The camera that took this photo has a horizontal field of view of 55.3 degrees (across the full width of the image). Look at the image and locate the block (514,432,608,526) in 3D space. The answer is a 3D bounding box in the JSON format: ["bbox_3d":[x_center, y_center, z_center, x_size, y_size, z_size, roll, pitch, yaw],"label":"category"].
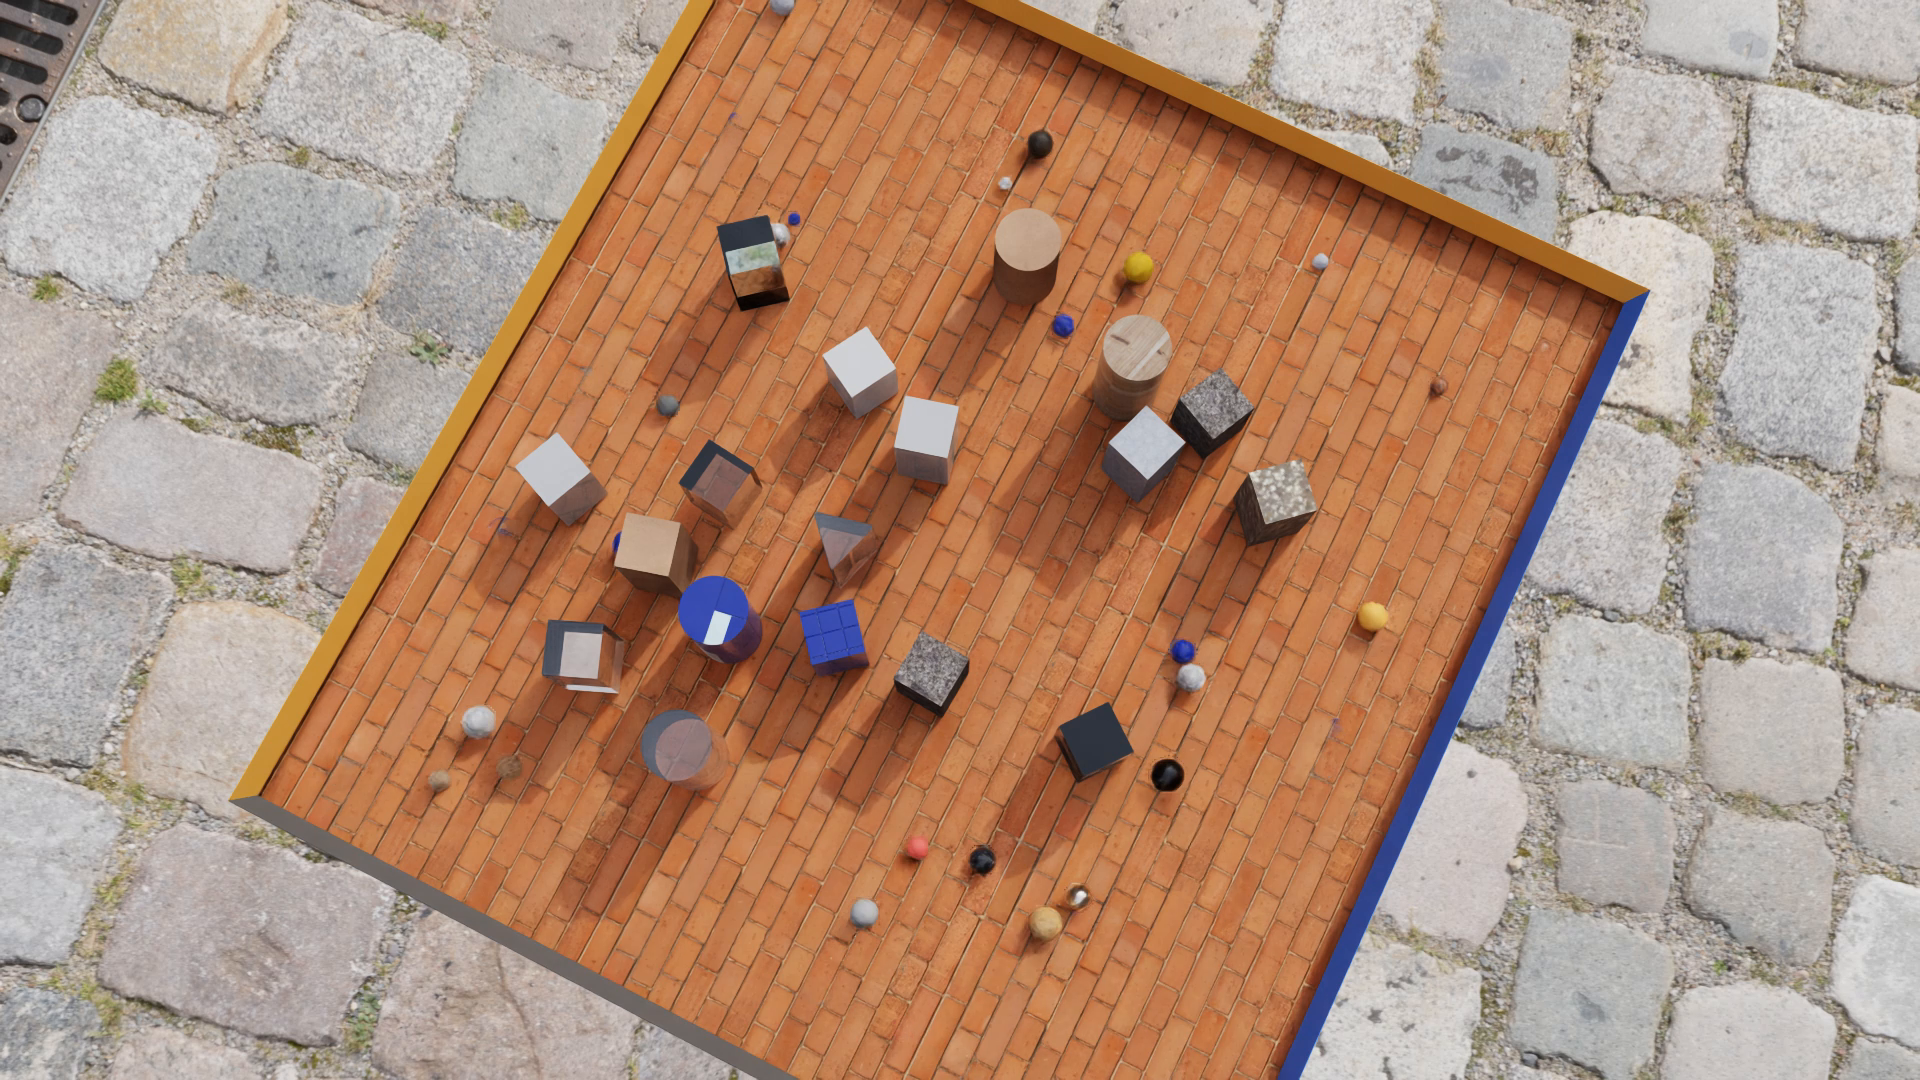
[{"bbox_3d":[-1.194,-0.179,5.511,0.159,0.279,0.159,-41,81,-8],"label":"block"}]

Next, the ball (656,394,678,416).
[{"bbox_3d":[-0.905,-0.416,5.668,0.068,0.068,0.068,0,78,0],"label":"ball"}]

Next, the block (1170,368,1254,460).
[{"bbox_3d":[0.764,-0.382,5.569,0.159,0.249,0.159,-37,81,-7],"label":"block"}]

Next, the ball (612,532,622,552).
[{"bbox_3d":[-1.007,0.014,5.561,0.092,0.092,0.092,0,78,0],"label":"ball"}]

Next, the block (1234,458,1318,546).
[{"bbox_3d":[0.938,-0.108,5.473,0.159,0.325,0.159,-15,79,-3],"label":"block"}]

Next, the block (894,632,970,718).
[{"bbox_3d":[-0.082,0.397,5.377,0.159,0.307,0.159,30,80,6],"label":"block"}]

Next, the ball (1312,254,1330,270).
[{"bbox_3d":[1.137,-0.876,5.772,0.051,0.051,0.051,0,78,0],"label":"ball"}]

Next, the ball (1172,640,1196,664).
[{"bbox_3d":[0.672,0.336,5.510,0.072,0.072,0.072,0,78,0],"label":"ball"}]

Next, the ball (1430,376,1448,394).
[{"bbox_3d":[1.489,-0.481,5.690,0.052,0.052,0.052,0,78,0],"label":"ball"}]

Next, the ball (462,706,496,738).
[{"bbox_3d":[-1.434,0.542,5.454,0.098,0.098,0.098,0,78,0],"label":"ball"}]

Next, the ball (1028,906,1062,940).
[{"bbox_3d":[0.250,1.117,5.335,0.098,0.098,0.098,0,78,0],"label":"ball"}]

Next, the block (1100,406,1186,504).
[{"bbox_3d":[0.547,-0.253,5.508,0.159,0.315,0.159,44,82,8],"label":"block"}]

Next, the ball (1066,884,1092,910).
[{"bbox_3d":[0.349,1.046,5.361,0.076,0.076,0.076,0,78,0],"label":"ball"}]

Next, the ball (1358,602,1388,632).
[{"bbox_3d":[1.245,0.231,5.524,0.088,0.088,0.088,0,78,0],"label":"ball"}]

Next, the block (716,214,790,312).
[{"bbox_3d":[-0.631,-0.846,5.622,0.159,0.332,0.159,-13,79,-3],"label":"block"}]

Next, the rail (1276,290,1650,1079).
[{"bbox_3d":[1.370,0.677,5.409,0.045,0.129,3.302,26,80,5],"label":"rail"}]

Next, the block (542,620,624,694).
[{"bbox_3d":[-1.100,0.344,5.371,0.159,0.342,0.159,4,78,1],"label":"block"}]

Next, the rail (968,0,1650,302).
[{"bbox_3d":[0.728,-1.418,5.843,3.110,0.129,0.045,26,80,5],"label":"rail"}]

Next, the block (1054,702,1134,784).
[{"bbox_3d":[0.387,0.594,5.345,0.159,0.291,0.159,-26,79,-5],"label":"block"}]

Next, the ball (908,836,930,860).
[{"bbox_3d":[-0.123,0.907,5.396,0.065,0.065,0.065,0,78,0],"label":"ball"}]

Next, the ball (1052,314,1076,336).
[{"bbox_3d":[0.324,-0.670,5.719,0.071,0.071,0.071,0,78,0],"label":"ball"}]

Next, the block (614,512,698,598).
[{"bbox_3d":[-0.892,0.050,5.414,0.159,0.376,0.159,11,79,2],"label":"block"}]

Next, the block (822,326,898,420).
[{"bbox_3d":[-0.301,-0.507,5.593,0.159,0.251,0.159,-34,80,-7],"label":"block"}]

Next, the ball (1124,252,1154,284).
[{"bbox_3d":[0.560,-0.854,5.744,0.097,0.097,0.097,0,78,0],"label":"ball"}]

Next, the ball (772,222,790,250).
[{"bbox_3d":[-0.576,-0.957,5.767,0.084,0.084,0.084,0,78,0],"label":"ball"}]

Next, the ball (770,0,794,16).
[{"bbox_3d":[-0.576,-1.741,5.935,0.082,0.082,0.082,0,78,0],"label":"ball"}]

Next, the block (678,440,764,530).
[{"bbox_3d":[-0.716,-0.163,5.513,0.159,0.269,0.159,33,80,6],"label":"block"}]

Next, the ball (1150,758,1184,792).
[{"bbox_3d":[0.614,0.696,5.422,0.099,0.099,0.099,0,78,0],"label":"ball"}]

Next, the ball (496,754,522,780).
[{"bbox_3d":[-1.338,0.675,5.439,0.074,0.074,0.074,0,78,0],"label":"ball"}]

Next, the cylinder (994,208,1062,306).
[{"bbox_3d":[0.204,-0.868,5.637,0.199,0.312,0.199,0,78,0],"label":"cylinder"}]

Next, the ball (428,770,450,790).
[{"bbox_3d":[-1.544,0.712,5.437,0.063,0.063,0.063,0,78,0],"label":"ball"}]

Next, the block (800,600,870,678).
[{"bbox_3d":[-0.368,0.293,5.417,0.159,0.272,0.159,-14,79,-3],"label":"block"}]

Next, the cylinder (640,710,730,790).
[{"bbox_3d":[-0.789,0.610,5.289,0.199,0.395,0.199,0,78,0],"label":"cylinder"}]

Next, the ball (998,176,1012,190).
[{"bbox_3d":[0.144,-1.134,5.830,0.042,0.042,0.042,0,78,0],"label":"ball"}]

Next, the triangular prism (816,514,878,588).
[{"bbox_3d":[-0.365,0.005,5.450,0.149,0.325,0.172,43,81,8],"label":"triangular prism"}]

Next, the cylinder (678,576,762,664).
[{"bbox_3d":[-0.697,0.238,5.370,0.199,0.387,0.199,0,78,0],"label":"cylinder"}]

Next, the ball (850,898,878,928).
[{"bbox_3d":[-0.279,1.090,5.347,0.086,0.086,0.086,0,78,0],"label":"ball"}]

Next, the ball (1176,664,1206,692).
[{"bbox_3d":[0.693,0.414,5.487,0.086,0.086,0.086,0,78,0],"label":"ball"}]

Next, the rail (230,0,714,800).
[{"bbox_3d":[-1.370,-0.664,5.687,0.045,0.129,3.302,26,80,5],"label":"rail"}]

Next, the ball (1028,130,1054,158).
[{"bbox_3d":[0.256,-1.262,5.835,0.084,0.084,0.084,0,78,0],"label":"ball"}]

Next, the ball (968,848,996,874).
[{"bbox_3d":[0.066,0.942,5.381,0.080,0.080,0.080,0,78,0],"label":"ball"}]

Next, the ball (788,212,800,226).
[{"bbox_3d":[-0.525,-1.017,5.806,0.041,0.041,0.041,0,78,0],"label":"ball"}]

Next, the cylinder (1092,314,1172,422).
[{"bbox_3d":[0.512,-0.509,5.496,0.199,0.443,0.199,0,78,0],"label":"cylinder"}]

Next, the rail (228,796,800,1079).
[{"bbox_3d":[-0.728,1.432,5.253,3.110,0.129,0.045,26,80,5],"label":"rail"}]

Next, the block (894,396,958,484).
[{"bbox_3d":[-0.098,-0.296,5.505,0.159,0.339,0.159,12,79,2],"label":"block"}]
